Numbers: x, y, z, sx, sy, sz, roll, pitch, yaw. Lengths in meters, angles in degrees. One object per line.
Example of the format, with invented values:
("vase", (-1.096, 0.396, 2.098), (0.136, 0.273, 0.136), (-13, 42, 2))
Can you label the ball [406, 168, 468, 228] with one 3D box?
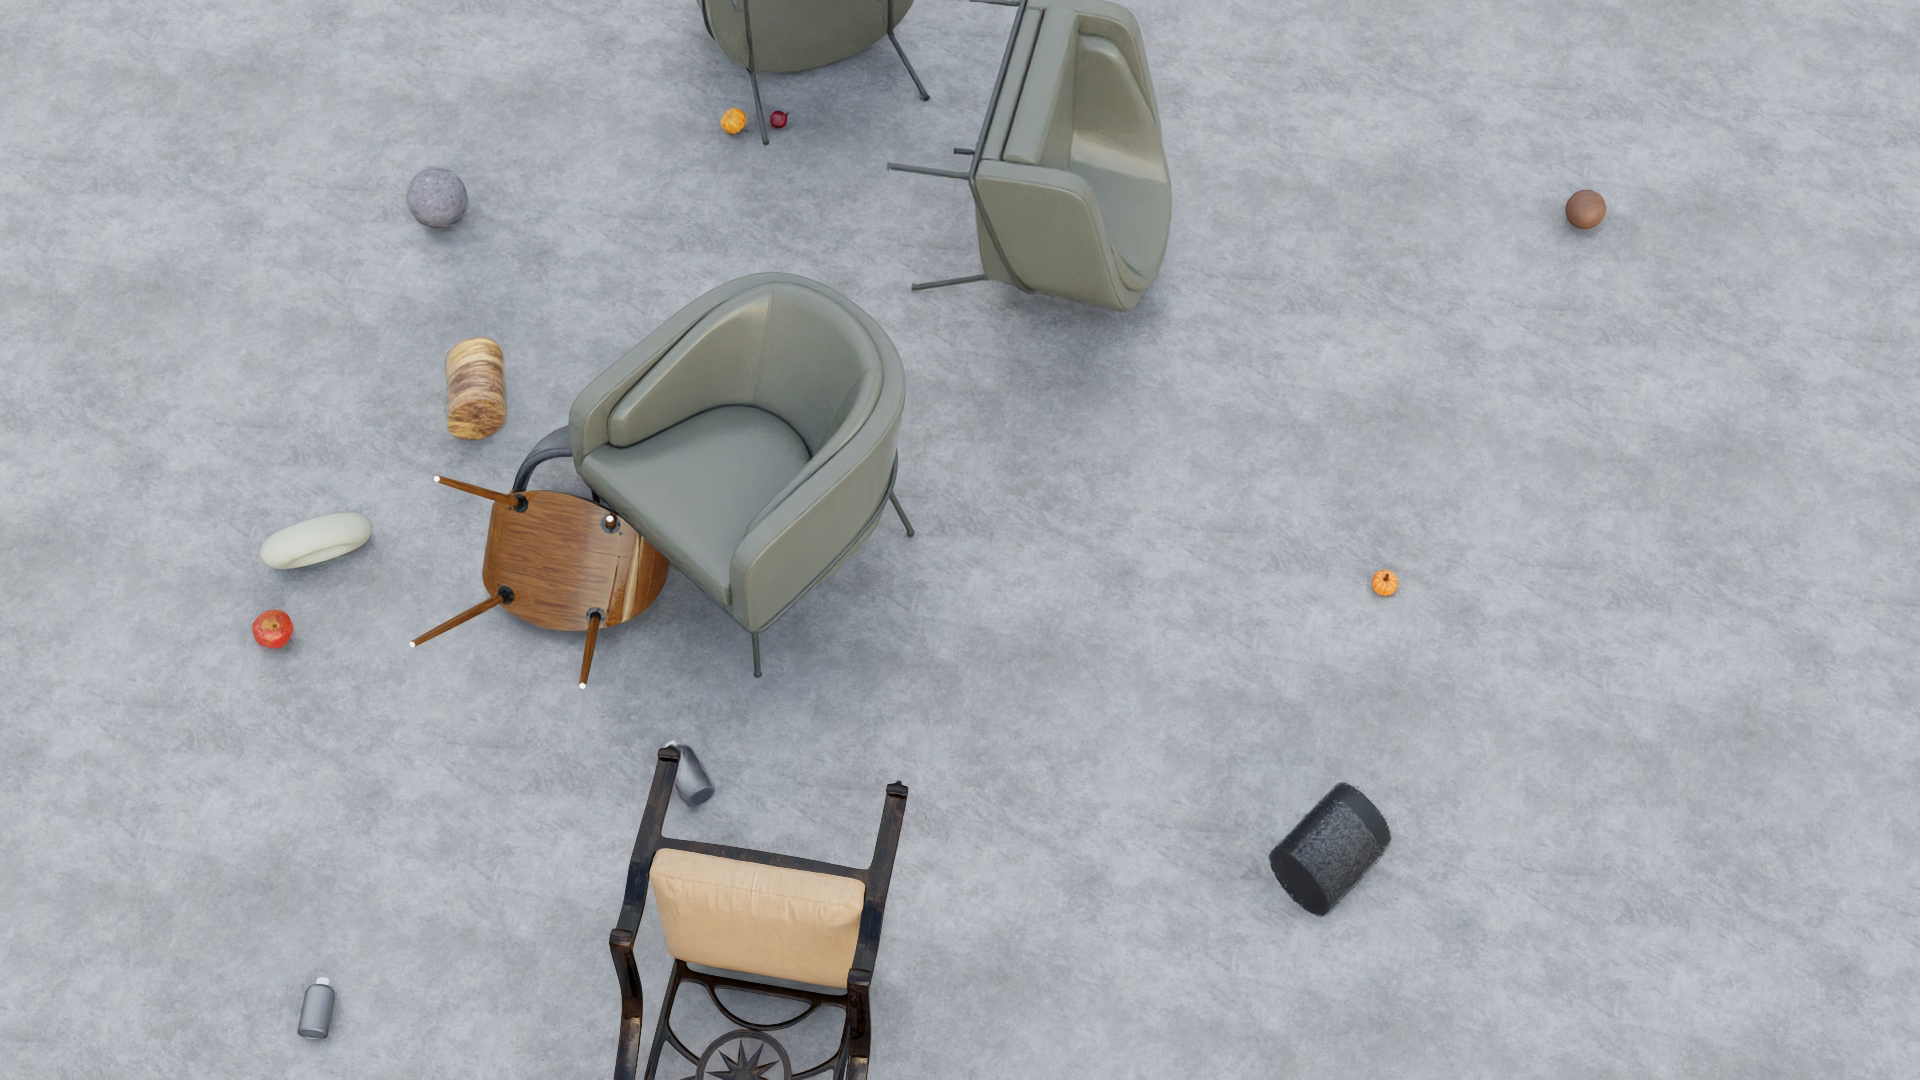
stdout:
("ball", (-1.713, -1.121, 7.208), (0.196, 0.196, 0.196), (0, 56, 0))

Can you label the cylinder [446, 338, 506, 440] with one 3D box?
("cylinder", (-1.493, -0.466, 6.770), (0.164, 0.207, 0.245), (15, 49, -33))

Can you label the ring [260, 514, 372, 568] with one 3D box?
("ring", (-1.904, 0.002, 6.503), (0.330, 0.118, 0.104), (-18, 69, -17))

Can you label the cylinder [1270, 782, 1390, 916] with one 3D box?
("cylinder", (0.992, 0.827, 5.889), (0.274, 0.235, 0.182), (-41, 26, -24))
